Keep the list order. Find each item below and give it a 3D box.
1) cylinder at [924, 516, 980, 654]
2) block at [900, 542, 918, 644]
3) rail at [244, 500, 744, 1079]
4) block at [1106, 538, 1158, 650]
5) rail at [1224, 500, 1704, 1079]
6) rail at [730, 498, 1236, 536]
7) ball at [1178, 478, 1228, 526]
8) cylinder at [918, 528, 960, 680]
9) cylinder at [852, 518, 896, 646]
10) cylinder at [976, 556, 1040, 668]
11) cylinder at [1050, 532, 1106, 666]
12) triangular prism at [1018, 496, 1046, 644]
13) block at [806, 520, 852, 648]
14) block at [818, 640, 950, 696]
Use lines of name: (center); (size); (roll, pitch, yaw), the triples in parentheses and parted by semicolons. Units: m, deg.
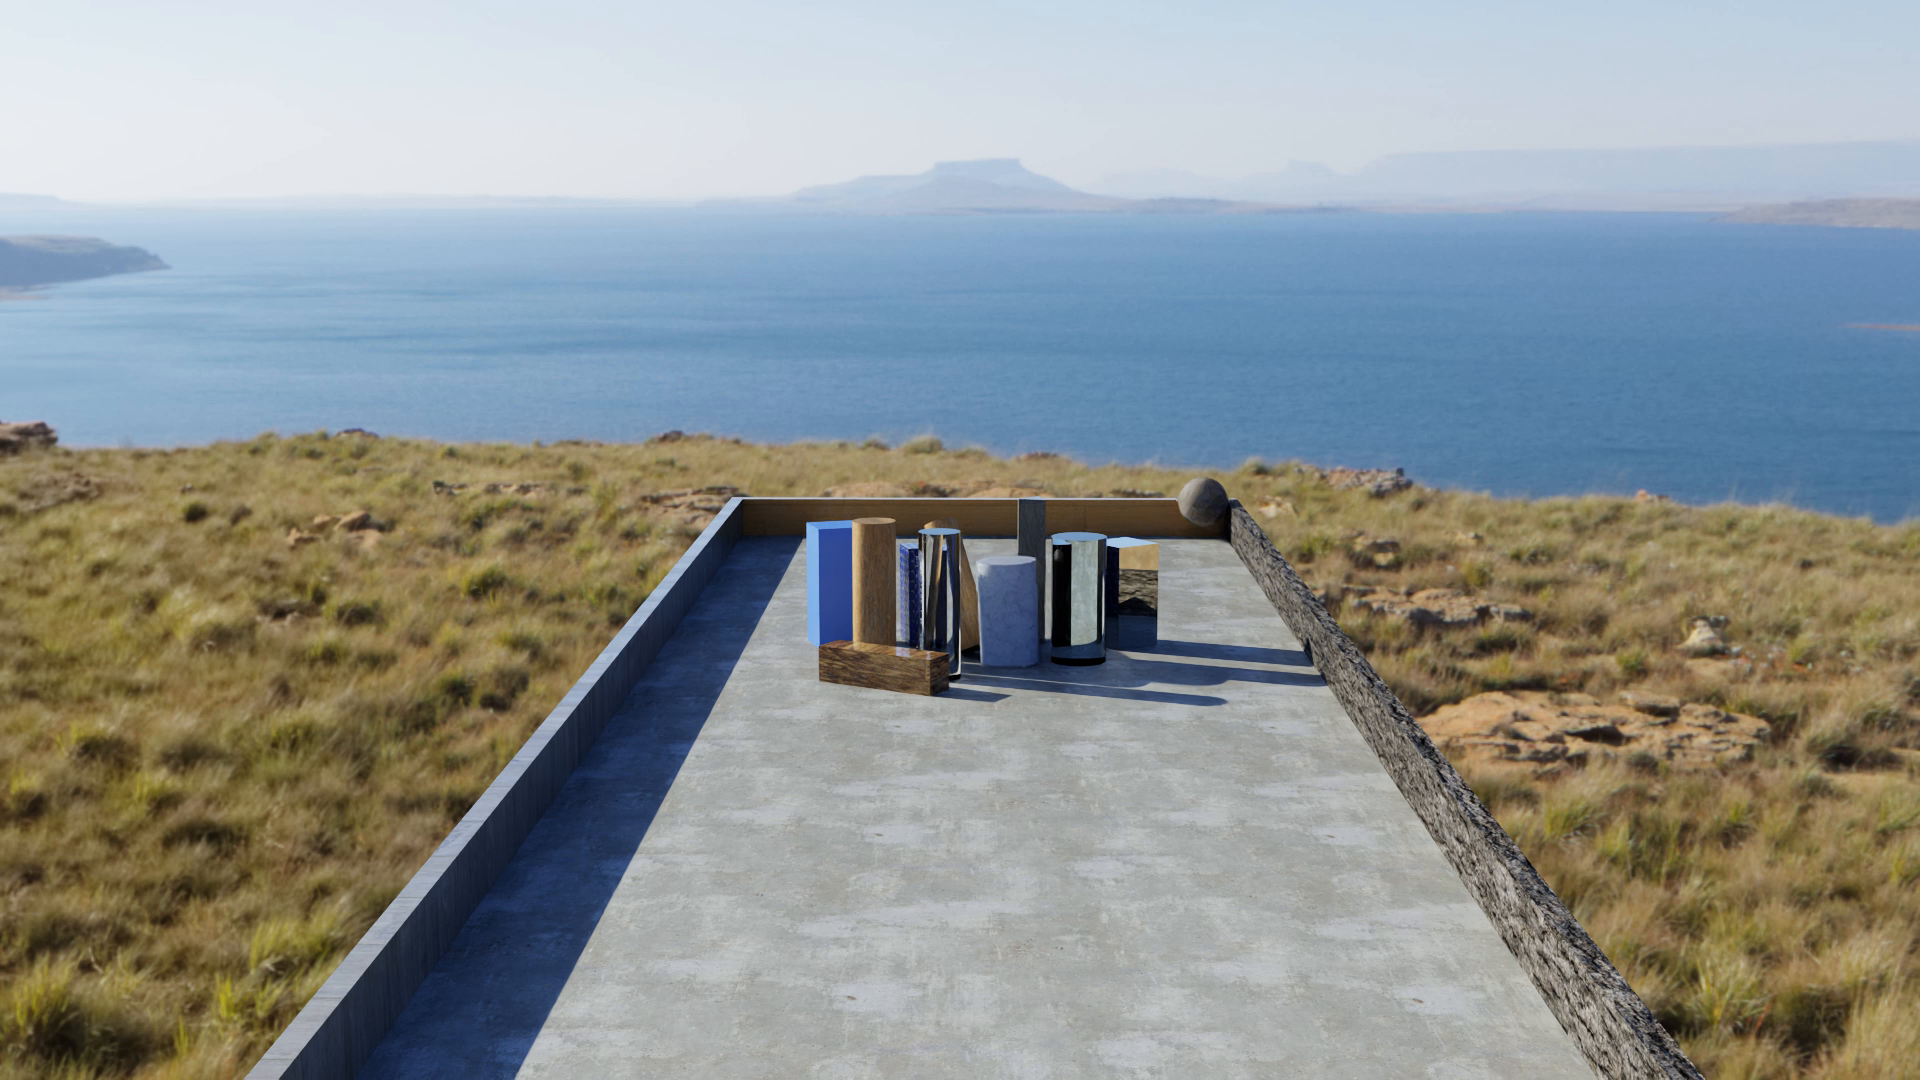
cylinder: (-0.006, 0.139, 6.807); (0.103, 0.412, 0.103); (-15, -12, -3)
block: (-0.099, 0.167, 6.970); (0.155, 0.302, 0.155); (-2, 7, -12)
rail: (-1.004, 0.839, 3.234); (0.050, 0.150, 12.000); (0, 9, 1)
block: (0.510, 0.167, 6.918); (0.159, 0.324, 0.159); (-6, 11, -35)
rail: (1.046, 0.843, 3.208); (0.050, 0.150, 12.000); (0, 9, 1)
rail: (0.099, -0.098, 9.147); (2.100, 0.150, 0.050); (0, 9, 1)
ball: (0.995, -0.157, 8.999); (0.200, 0.200, 0.200); (0, 9, 0)
cylinder: (-0.060, 0.189, 6.436); (0.124, 0.433, 0.124); (0, 9, 0)
cylinder: (-0.260, 0.154, 6.665); (0.132, 0.430, 0.132); (0, 9, 0)
cylinder: (0.146, 0.215, 6.639); (0.180, 0.310, 0.180); (-3, 8, 0)
cylinder: (0.360, 0.178, 6.664); (0.168, 0.382, 0.168); (0, 9, 0)
triangular prism: (0.237, 0.093, 6.961); (0.089, 0.458, 0.077); (3, 9, 18)
block: (-0.390, 0.139, 6.921); (0.150, 0.379, 0.150); (-3, 9, -18)
block: (-0.221, 0.368, 6.350); (0.380, 0.105, 0.105); (5, 10, 30)
